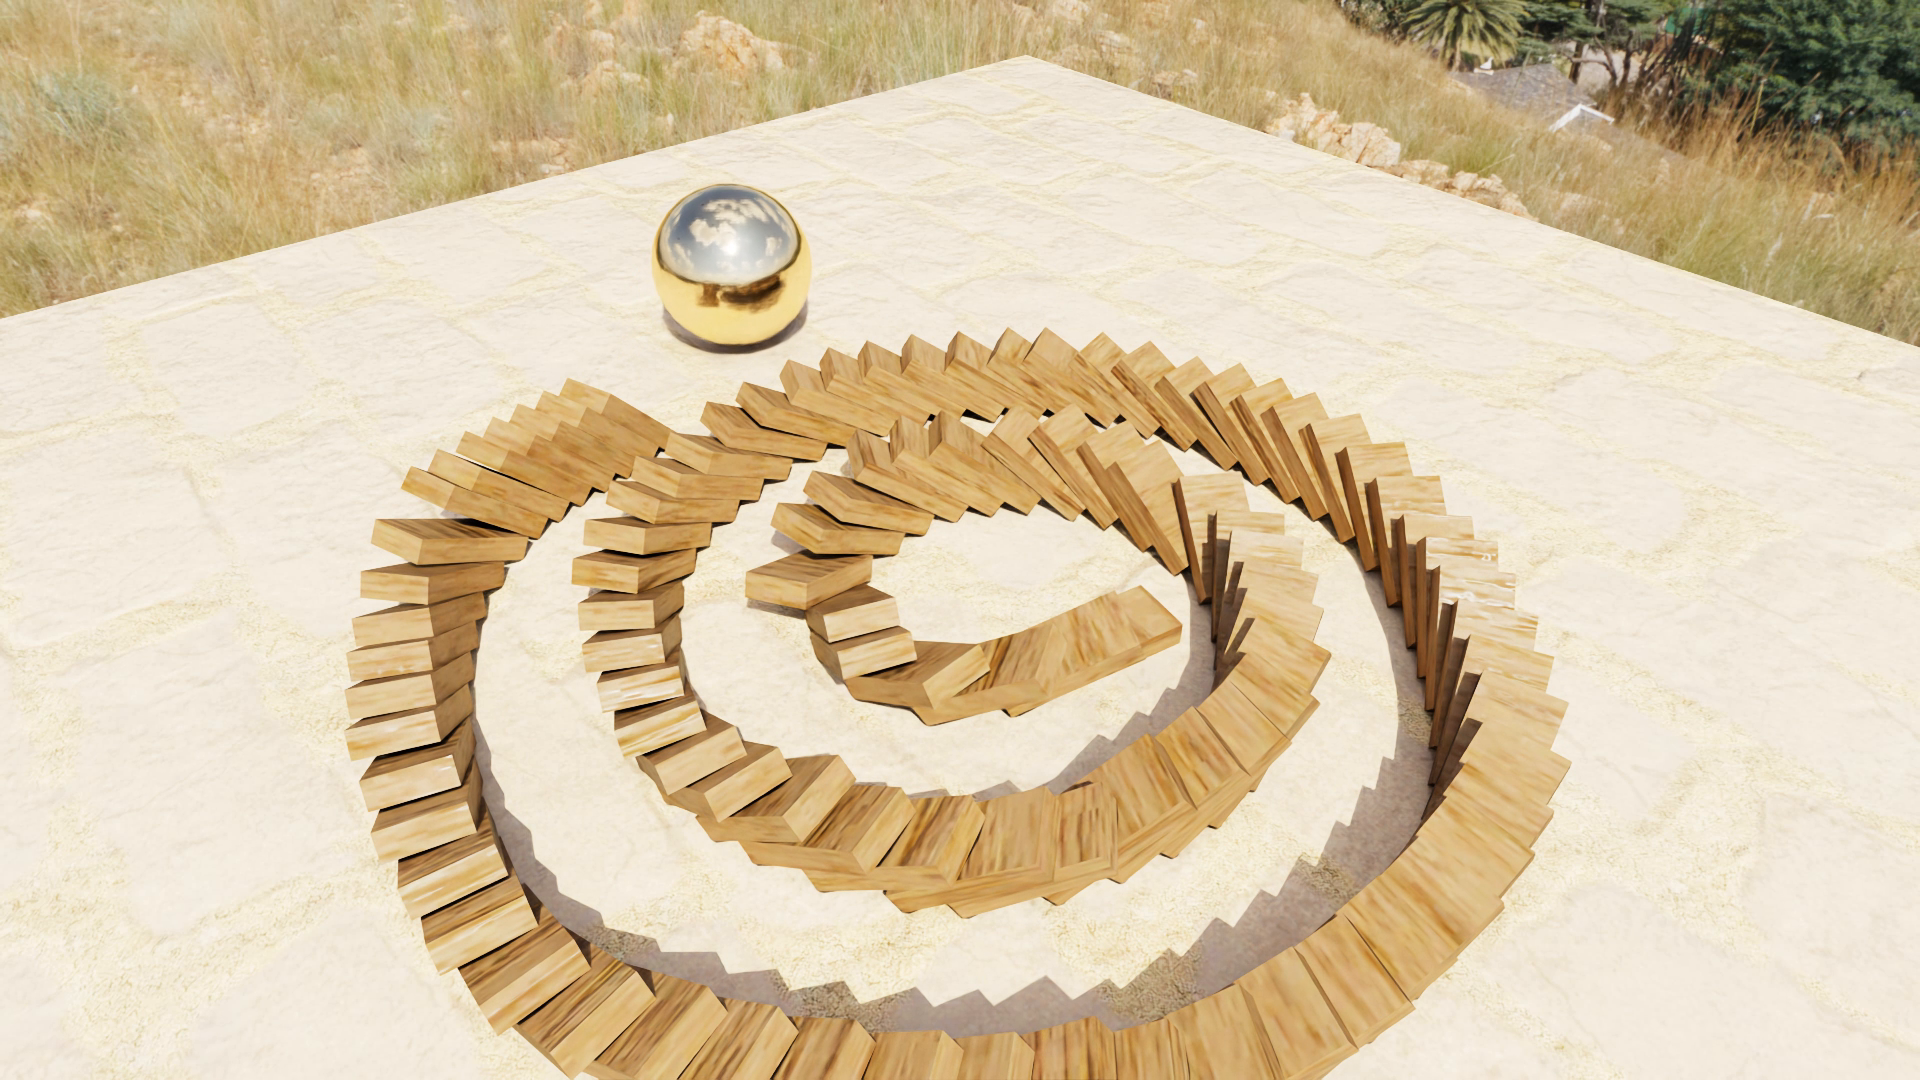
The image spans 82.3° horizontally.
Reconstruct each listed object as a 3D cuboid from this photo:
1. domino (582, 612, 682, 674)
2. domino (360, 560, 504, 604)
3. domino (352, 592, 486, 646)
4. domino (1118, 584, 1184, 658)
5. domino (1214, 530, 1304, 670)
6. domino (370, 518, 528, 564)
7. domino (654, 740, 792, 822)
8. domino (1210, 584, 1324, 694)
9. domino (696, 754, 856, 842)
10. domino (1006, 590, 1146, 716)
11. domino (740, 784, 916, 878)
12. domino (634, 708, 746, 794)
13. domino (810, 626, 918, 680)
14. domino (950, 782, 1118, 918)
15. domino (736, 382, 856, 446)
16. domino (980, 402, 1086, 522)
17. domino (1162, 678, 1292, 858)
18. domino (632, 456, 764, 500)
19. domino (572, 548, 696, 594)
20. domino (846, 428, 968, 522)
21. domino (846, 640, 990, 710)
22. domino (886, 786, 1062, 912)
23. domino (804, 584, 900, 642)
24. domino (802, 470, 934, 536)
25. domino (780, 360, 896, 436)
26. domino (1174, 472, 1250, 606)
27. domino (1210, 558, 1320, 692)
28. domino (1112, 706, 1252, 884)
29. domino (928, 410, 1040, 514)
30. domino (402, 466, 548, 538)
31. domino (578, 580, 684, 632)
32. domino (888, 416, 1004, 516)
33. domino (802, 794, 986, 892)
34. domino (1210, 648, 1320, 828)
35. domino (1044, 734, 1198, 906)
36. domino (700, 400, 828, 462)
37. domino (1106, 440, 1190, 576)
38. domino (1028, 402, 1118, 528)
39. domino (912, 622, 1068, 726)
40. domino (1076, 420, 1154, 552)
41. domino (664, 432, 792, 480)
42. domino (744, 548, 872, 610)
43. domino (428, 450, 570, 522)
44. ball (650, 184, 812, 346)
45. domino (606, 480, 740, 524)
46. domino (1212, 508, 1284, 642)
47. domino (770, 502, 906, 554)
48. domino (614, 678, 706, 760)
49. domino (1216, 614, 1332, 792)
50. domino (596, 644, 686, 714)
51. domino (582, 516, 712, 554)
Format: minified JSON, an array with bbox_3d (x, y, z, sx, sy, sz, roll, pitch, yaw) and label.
[{"bbox_3d":[-0.112,0.035,0.379,0.025,0.009,0.050,-8,5,-7],"label":"domino"},{"bbox_3d":[-0.193,0.014,0.405,0.025,0.010,0.050,5,6,6],"label":"domino"},{"bbox_3d":[-0.189,0.027,0.388,0.025,0.009,0.050,-8,4,-4],"label":"domino"},{"bbox_3d":[0.053,0.035,0.400,0.050,0.010,0.025,-20,43,-23],"label":"domino"},{"bbox_3d":[0.106,0.023,0.391,0.025,0.010,0.050,8,81,9],"label":"domino"},{"bbox_3d":[-0.195,0.000,0.423,0.025,0.010,0.050,19,9,22],"label":"domino"},{"bbox_3d":[-0.073,0.072,0.334,0.025,0.010,0.050,-29,11,-31],"label":"domino"},{"bbox_3d":[0.101,0.043,0.367,0.025,0.010,0.050,19,85,20],"label":"domino"},{"bbox_3d":[-0.055,0.077,0.326,0.050,0.010,0.025,-16,22,47],"label":"domino"},{"bbox_3d":[0.036,0.039,0.379,0.050,0.010,0.025,-24,47,6],"label":"domino"},{"bbox_3d":[-0.039,0.084,0.322,0.050,0.010,0.025,-9,28,41],"label":"domino"},{"bbox_3d":[-0.086,0.065,0.342,0.025,0.009,0.050,-25,9,-24],"label":"domino"},{"bbox_3d":[-0.034,0.036,0.379,0.025,0.010,0.050,-14,8,-17],"label":"domino"},{"bbox_3d":[0.020,0.089,0.315,0.050,0.009,0.025,-24,33,24],"label":"domino"},{"bbox_3d":[-0.072,-0.056,0.490,0.050,0.010,0.025,11,23,-45],"label":"domino"},{"bbox_3d":[0.035,-0.033,0.464,0.050,0.009,0.025,40,46,-3],"label":"domino"},{"bbox_3d":[0.073,0.069,0.335,0.050,0.009,0.025,-46,50,6],"label":"domino"},{"bbox_3d":[-0.107,-0.025,0.453,0.025,0.010,0.050,21,11,27],"label":"domino"},{"bbox_3d":[-0.121,0.009,0.412,0.025,0.009,0.050,7,9,9],"label":"domino"},{"bbox_3d":[-0.022,-0.026,0.454,0.050,0.009,0.025,23,28,-31],"label":"domino"},{"bbox_3d":[-0.015,0.044,0.369,0.025,0.010,0.050,-32,16,-33],"label":"domino"},{"bbox_3d":[0.004,0.089,0.314,0.050,0.010,0.025,-21,34,28],"label":"domino"},{"bbox_3d":[-0.040,0.025,0.391,0.025,0.010,0.050,-13,7,-15],"label":"domino"},{"bbox_3d":[-0.036,-0.015,0.440,0.025,0.010,0.050,35,15,35],"label":"domino"},{"bbox_3d":[-0.056,-0.065,0.503,0.050,0.009,0.025,17,29,-33],"label":"domino"},{"bbox_3d":[0.101,-0.001,0.426,0.025,0.009,0.050,-5,68,-7],"label":"domino"},{"bbox_3d":[0.105,0.033,0.378,0.025,0.009,0.050,14,83,17],"label":"domino"},{"bbox_3d":[0.059,0.076,0.328,0.050,0.010,0.025,-42,45,9],"label":"domino"},{"bbox_3d":[0.010,-0.033,0.461,0.050,0.010,0.025,29,30,-21],"label":"domino"},{"bbox_3d":[-0.190,-0.014,0.434,0.025,0.050,0.010,21,85,24],"label":"domino"},{"bbox_3d":[-0.117,0.023,0.395,0.025,0.010,0.050,-2,6,-3],"label":"domino"},{"bbox_3d":[-0.006,-0.031,0.459,0.050,0.010,0.025,27,30,-25],"label":"domino"},{"bbox_3d":[-0.019,0.088,0.317,0.050,0.010,0.025,-14,29,35],"label":"domino"},{"bbox_3d":[0.086,0.062,0.344,0.025,0.010,0.050,40,93,35],"label":"domino"},{"bbox_3d":[0.042,0.082,0.322,0.050,0.010,0.025,-38,41,12],"label":"domino"},{"bbox_3d":[-0.086,-0.047,0.482,0.050,0.010,0.025,6,26,-47],"label":"domino"},{"bbox_3d":[0.083,-0.013,0.440,0.025,0.010,0.050,-26,79,-29],"label":"domino"},{"bbox_3d":[0.054,-0.031,0.460,0.025,0.010,0.050,-35,84,-40],"label":"domino"},{"bbox_3d":[0.010,0.045,0.367,0.050,0.010,0.025,-19,30,33],"label":"domino"},{"bbox_3d":[0.072,-0.023,0.451,0.025,0.010,0.050,-27,79,-29],"label":"domino"},{"bbox_3d":[-0.097,-0.035,0.466,0.025,0.010,0.050,24,12,28],"label":"domino"},{"bbox_3d":[-0.055,0.013,0.409,0.025,0.010,0.050,10,14,21],"label":"domino"},{"bbox_3d":[-0.185,-0.021,0.443,0.025,0.050,0.010,21,85,24],"label":"domino"},{"bbox_3d":[-0.115,-0.139,0.557,0.080,0.080,0.080,0,39,0],"label":"ball"},{"bbox_3d":[-0.114,-0.015,0.442,0.025,0.010,0.050,20,10,23],"label":"domino"},{"bbox_3d":[0.107,0.014,0.409,0.025,0.010,0.050,4,67,5],"label":"domino"},{"bbox_3d":[-0.047,-0.004,0.428,0.025,0.010,0.050,29,15,31],"label":"domino"},{"bbox_3d":[-0.097,0.056,0.352,0.025,0.009,0.050,-19,7,-16],"label":"domino"},{"bbox_3d":[0.096,0.052,0.355,0.025,0.009,0.050,29,88,27],"label":"domino"},{"bbox_3d":[-0.105,0.045,0.367,0.025,0.009,0.050,-11,6,-13],"label":"domino"},{"bbox_3d":[-0.120,-0.003,0.425,0.025,0.010,0.050,8,6,15],"label":"domino"}]
